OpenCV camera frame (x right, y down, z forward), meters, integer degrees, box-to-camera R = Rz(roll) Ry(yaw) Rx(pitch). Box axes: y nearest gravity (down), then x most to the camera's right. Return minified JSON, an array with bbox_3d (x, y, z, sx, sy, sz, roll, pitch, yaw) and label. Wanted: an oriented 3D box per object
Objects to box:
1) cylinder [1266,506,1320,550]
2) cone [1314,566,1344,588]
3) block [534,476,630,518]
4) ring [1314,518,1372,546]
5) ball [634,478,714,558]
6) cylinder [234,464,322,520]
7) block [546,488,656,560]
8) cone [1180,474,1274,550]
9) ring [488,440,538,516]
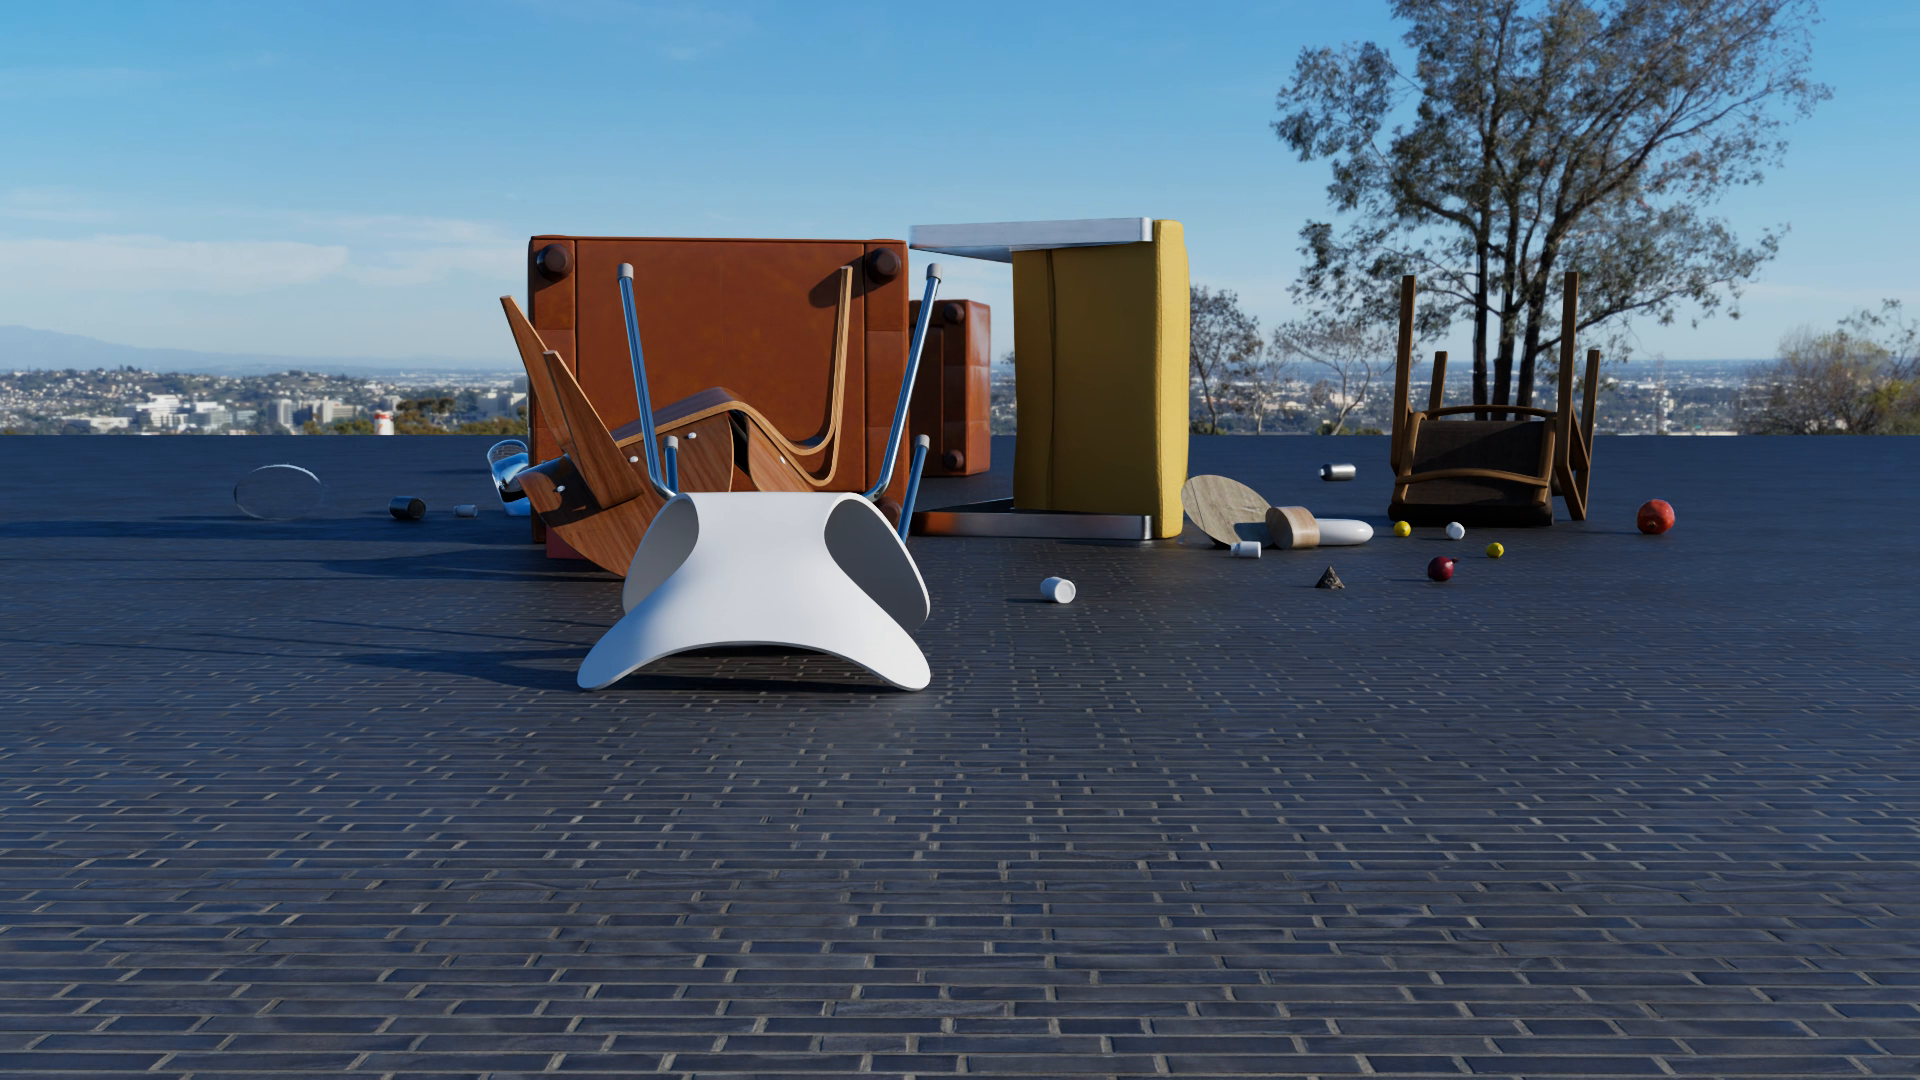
[{"bbox_3d":[0.939,-0.035,6.210,0.094,0.092,0.147,-2,42,-29],"label":"cylinder"},{"bbox_3d":[0.838,0.082,4.984,0.067,0.050,0.076,2,4,24],"label":"cone"},{"bbox_3d":[-1.326,-0.152,7.732,0.298,0.141,0.195,0,4,2],"label":"block"},{"bbox_3d":[1.015,-0.023,6.367,0.358,0.072,0.218,0,3,10],"label":"ring"},{"bbox_3d":[-0.762,-0.059,5.866,0.210,0.210,0.210,0,4,0],"label":"ball"},{"bbox_3d":[-2.355,-0.165,7.599,0.286,0.185,0.173,-4,5,-15],"label":"cylinder"},{"bbox_3d":[-0.954,-0.046,5.938,0.199,0.176,0.276,2,4,24],"label":"block"},{"bbox_3d":[0.756,-0.035,6.322,0.297,0.121,0.353,10,35,-13],"label":"cone"},{"bbox_3d":[-1.592,-0.219,7.885,0.145,0.280,0.314,-20,26,-12],"label":"ring"}]
